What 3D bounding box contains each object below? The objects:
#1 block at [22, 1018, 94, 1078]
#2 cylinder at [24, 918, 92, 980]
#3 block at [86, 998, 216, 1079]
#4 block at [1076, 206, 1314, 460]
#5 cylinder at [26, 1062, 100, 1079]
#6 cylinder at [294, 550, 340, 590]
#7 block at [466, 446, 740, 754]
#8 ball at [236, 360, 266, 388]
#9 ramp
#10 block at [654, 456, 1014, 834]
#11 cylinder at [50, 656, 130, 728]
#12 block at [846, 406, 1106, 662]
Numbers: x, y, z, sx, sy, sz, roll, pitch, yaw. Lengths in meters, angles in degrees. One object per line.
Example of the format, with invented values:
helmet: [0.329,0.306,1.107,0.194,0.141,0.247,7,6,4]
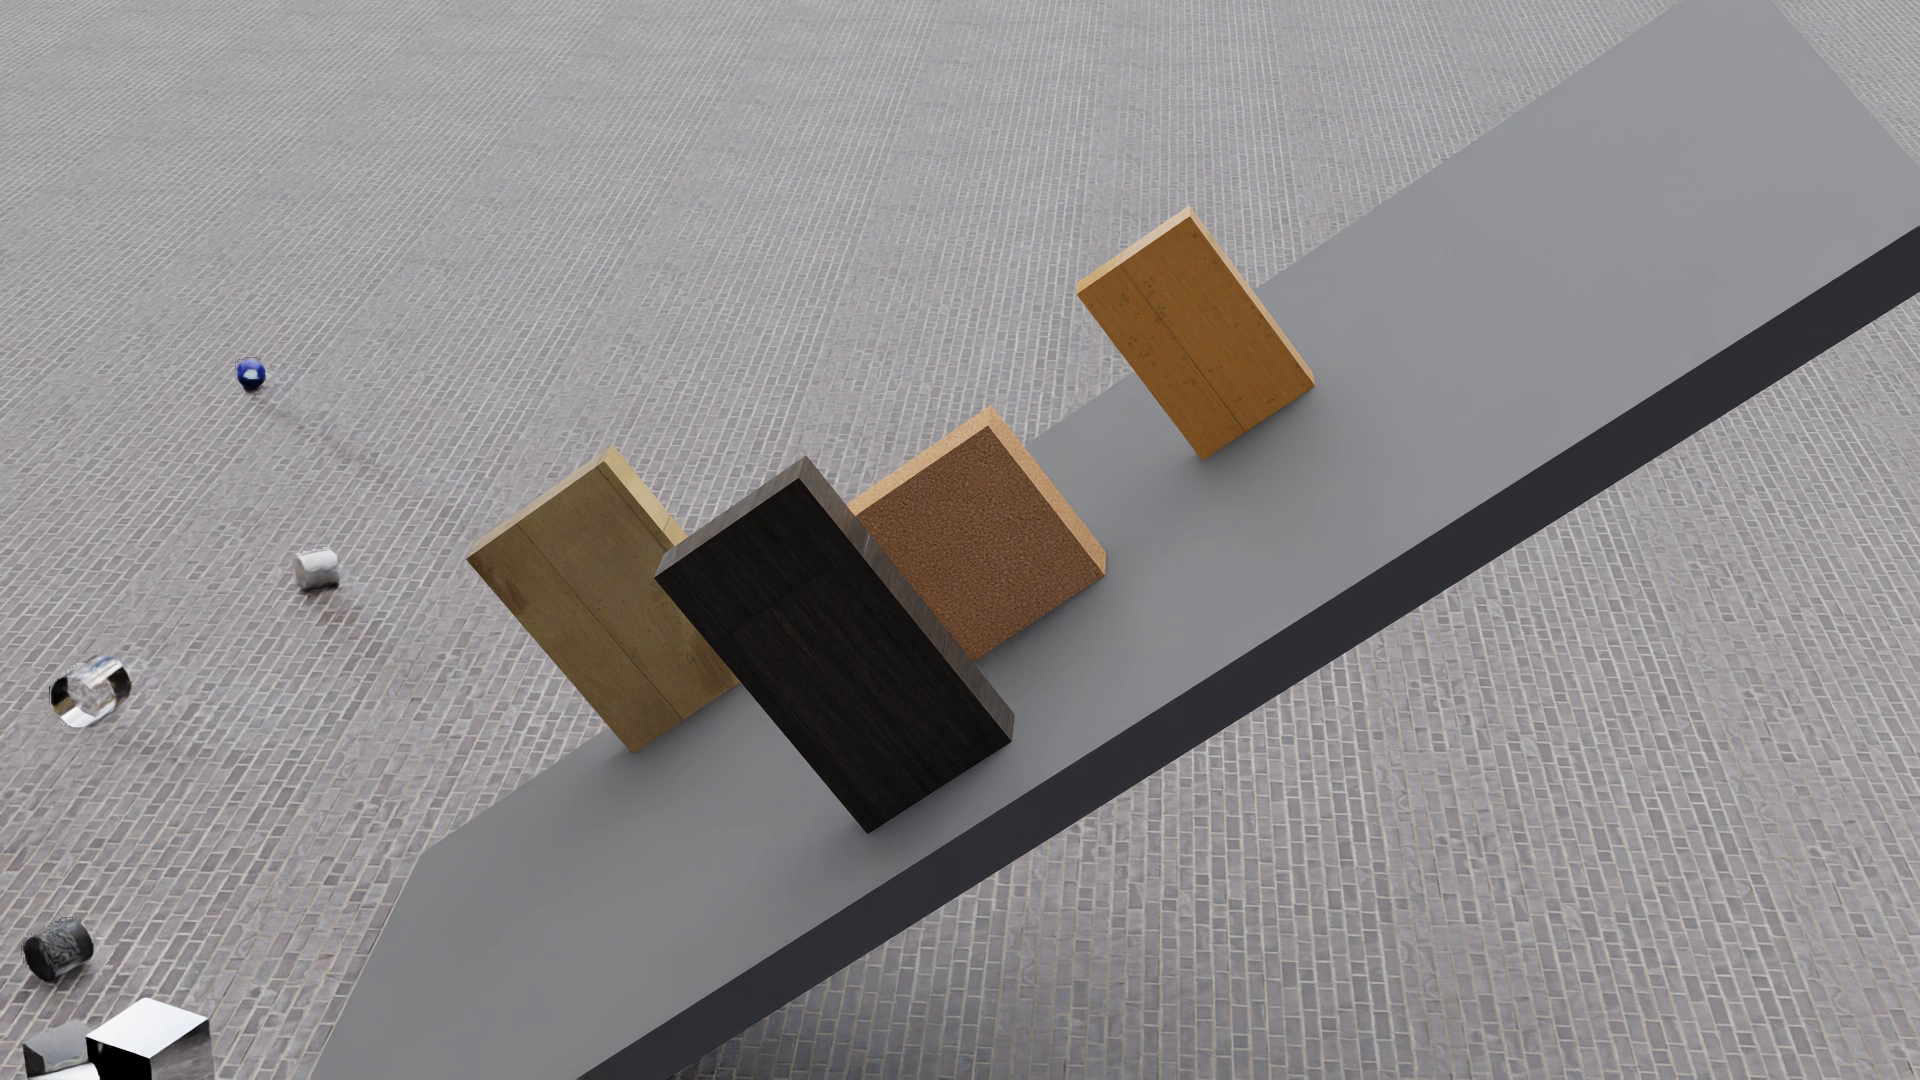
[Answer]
block: [-2.072,1.228,6.841,0.143,0.143,0.143,20,30,40]
cylinder: [-2.257,1.025,7.364,0.117,0.117,0.117,14,25,30]
block: [-1.873,1.212,6.813,0.194,0.194,0.194,12,25,26]
block: [0.496,-0.433,6.187,0.288,0.454,0.082,-34,16,16]
cylinder: [-2.037,1.286,6.668,0.167,0.167,0.167,-13,25,-28]
cylinder: [-2.106,0.097,9.629,0.114,0.114,0.114,-13,26,-29]
block: [-0.821,0.149,7.155,0.436,0.638,0.110,-34,16,16]
ball: [-2.757,-0.647,11.442,0.113,0.113,0.113,0,22,0]
ramp: [0.130,0.178,6.319,4.000,0.100,2.000,-34,16,16]
block: [-0.235,0.206,5.630,0.349,0.662,0.119,-34,16,16]
cylinder: [-2.573,0.448,8.708,0.165,0.165,0.165,7,23,18]
block: [0.031,-0.002,6.107,0.377,0.403,0.123,-34,16,16]
